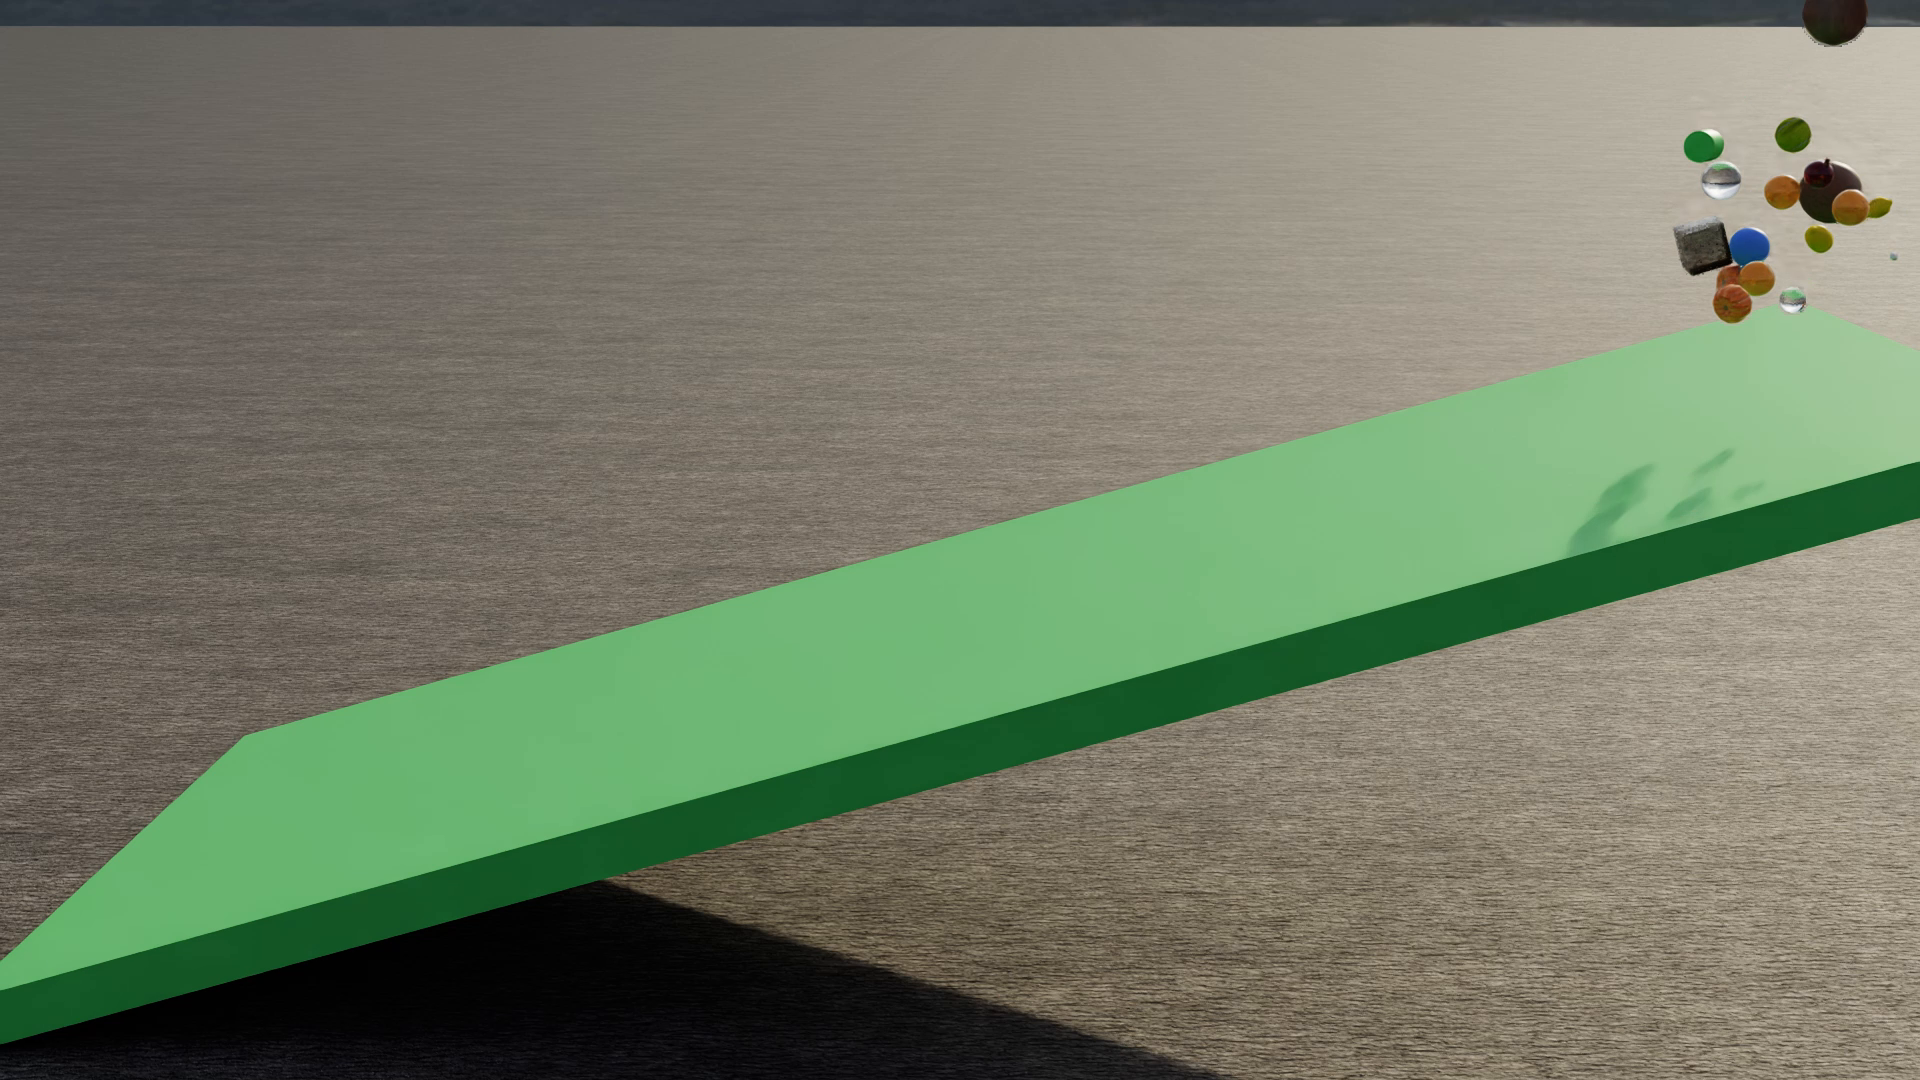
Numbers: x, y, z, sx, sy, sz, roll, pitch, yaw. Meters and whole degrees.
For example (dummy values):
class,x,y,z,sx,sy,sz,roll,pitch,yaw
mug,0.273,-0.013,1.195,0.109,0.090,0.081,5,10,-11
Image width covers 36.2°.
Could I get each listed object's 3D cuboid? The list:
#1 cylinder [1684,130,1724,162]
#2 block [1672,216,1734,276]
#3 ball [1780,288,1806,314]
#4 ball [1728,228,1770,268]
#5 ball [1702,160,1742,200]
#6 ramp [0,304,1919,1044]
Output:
class,x,y,z,sx,sy,sz,roll,pitch,yaw
cylinder,1.565,-0.829,6.186,0.066,0.066,0.066,6,13,31
block,1.523,-0.604,6.031,0.087,0.087,0.087,-17,16,7
ball,1.733,-0.498,6.117,0.055,0.055,0.055,0,11,0
ball,1.680,-0.623,6.259,0.085,0.085,0.085,0,11,0
ball,1.616,-0.763,6.242,0.083,0.083,0.083,0,11,0
ramp,0.089,0.187,6.321,4.000,0.100,2.000,-16,10,5
